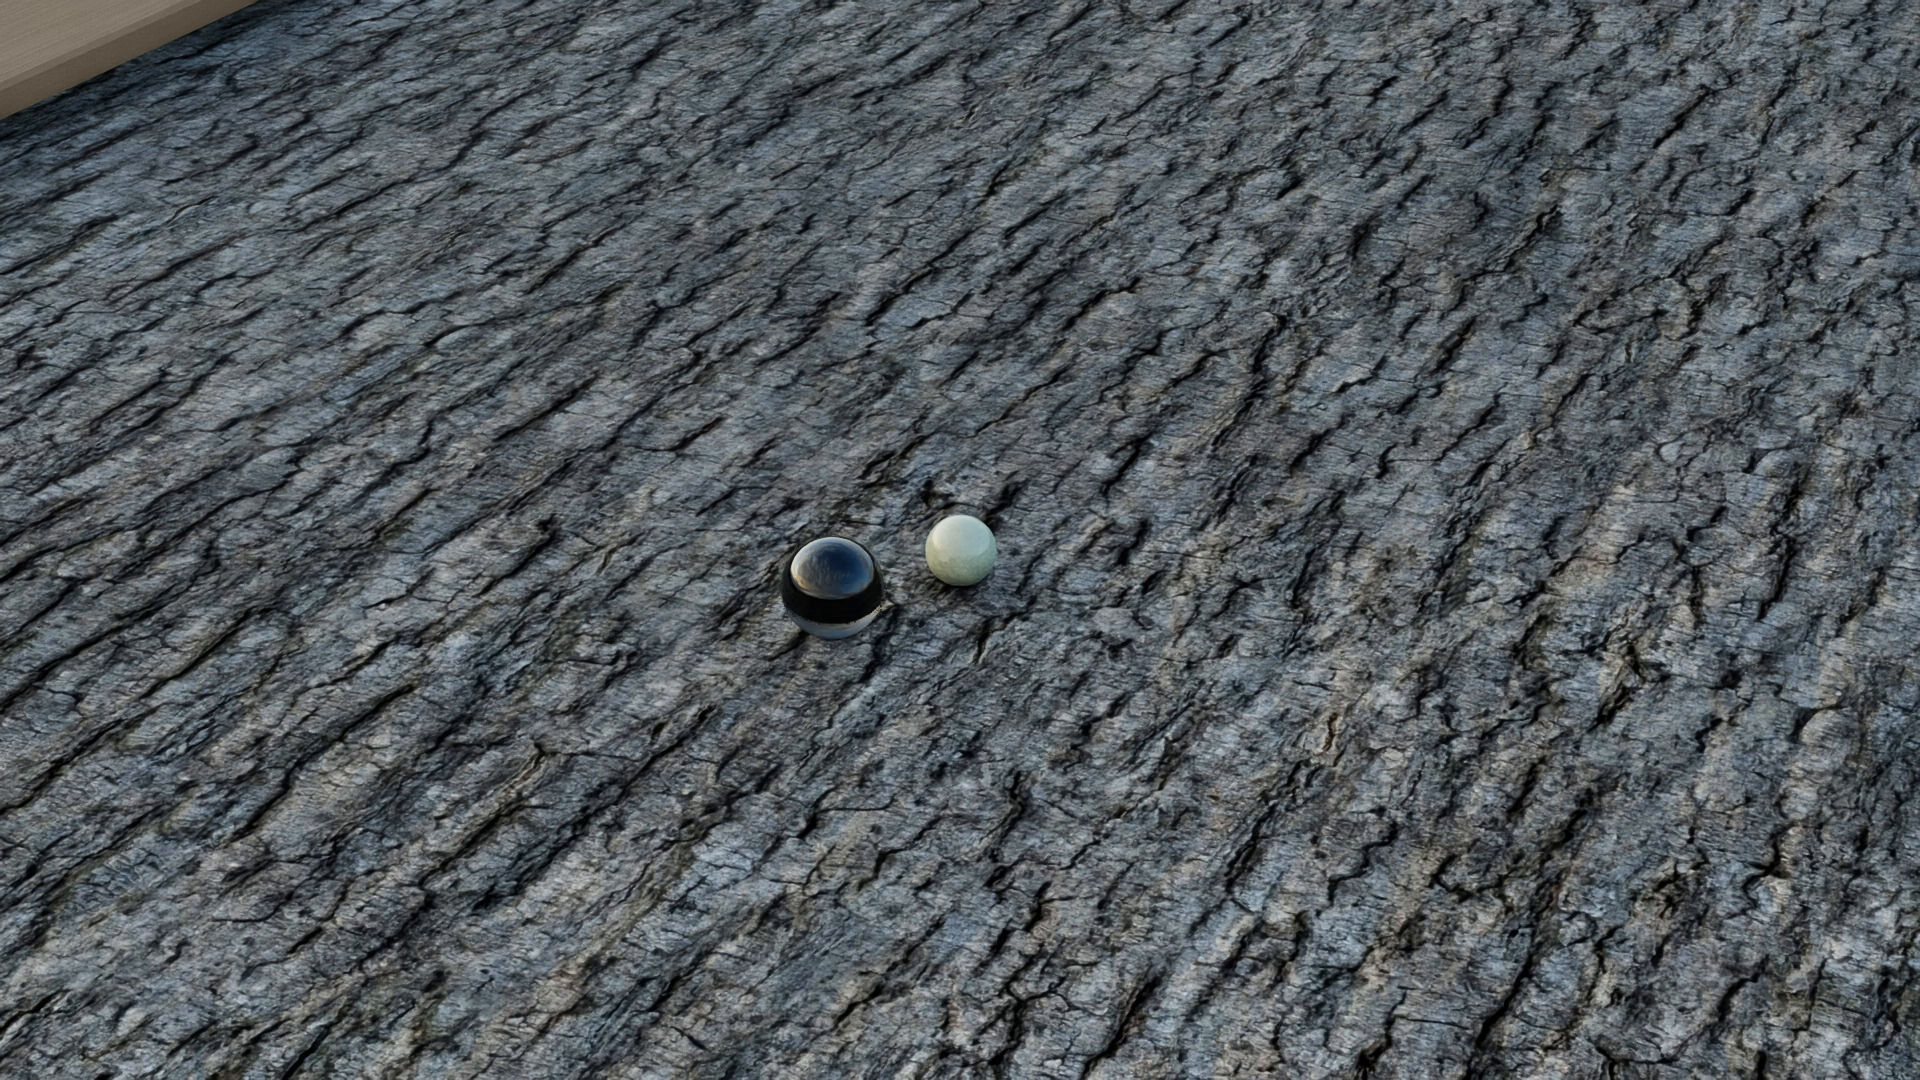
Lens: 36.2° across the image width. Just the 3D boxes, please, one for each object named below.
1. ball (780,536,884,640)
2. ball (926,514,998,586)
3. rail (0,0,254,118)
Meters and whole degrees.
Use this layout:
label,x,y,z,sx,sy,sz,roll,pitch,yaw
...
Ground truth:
label,x,y,z,sx,sy,sz,roll,pitch,yaw
ball,-0.070,0.026,1.624,0.058,0.058,0.058,0,29,0
ball,0.001,0.006,1.678,0.041,0.041,0.041,0,29,0
rail,-0.472,-0.647,2.823,0.045,0.093,3.922,13,31,22
